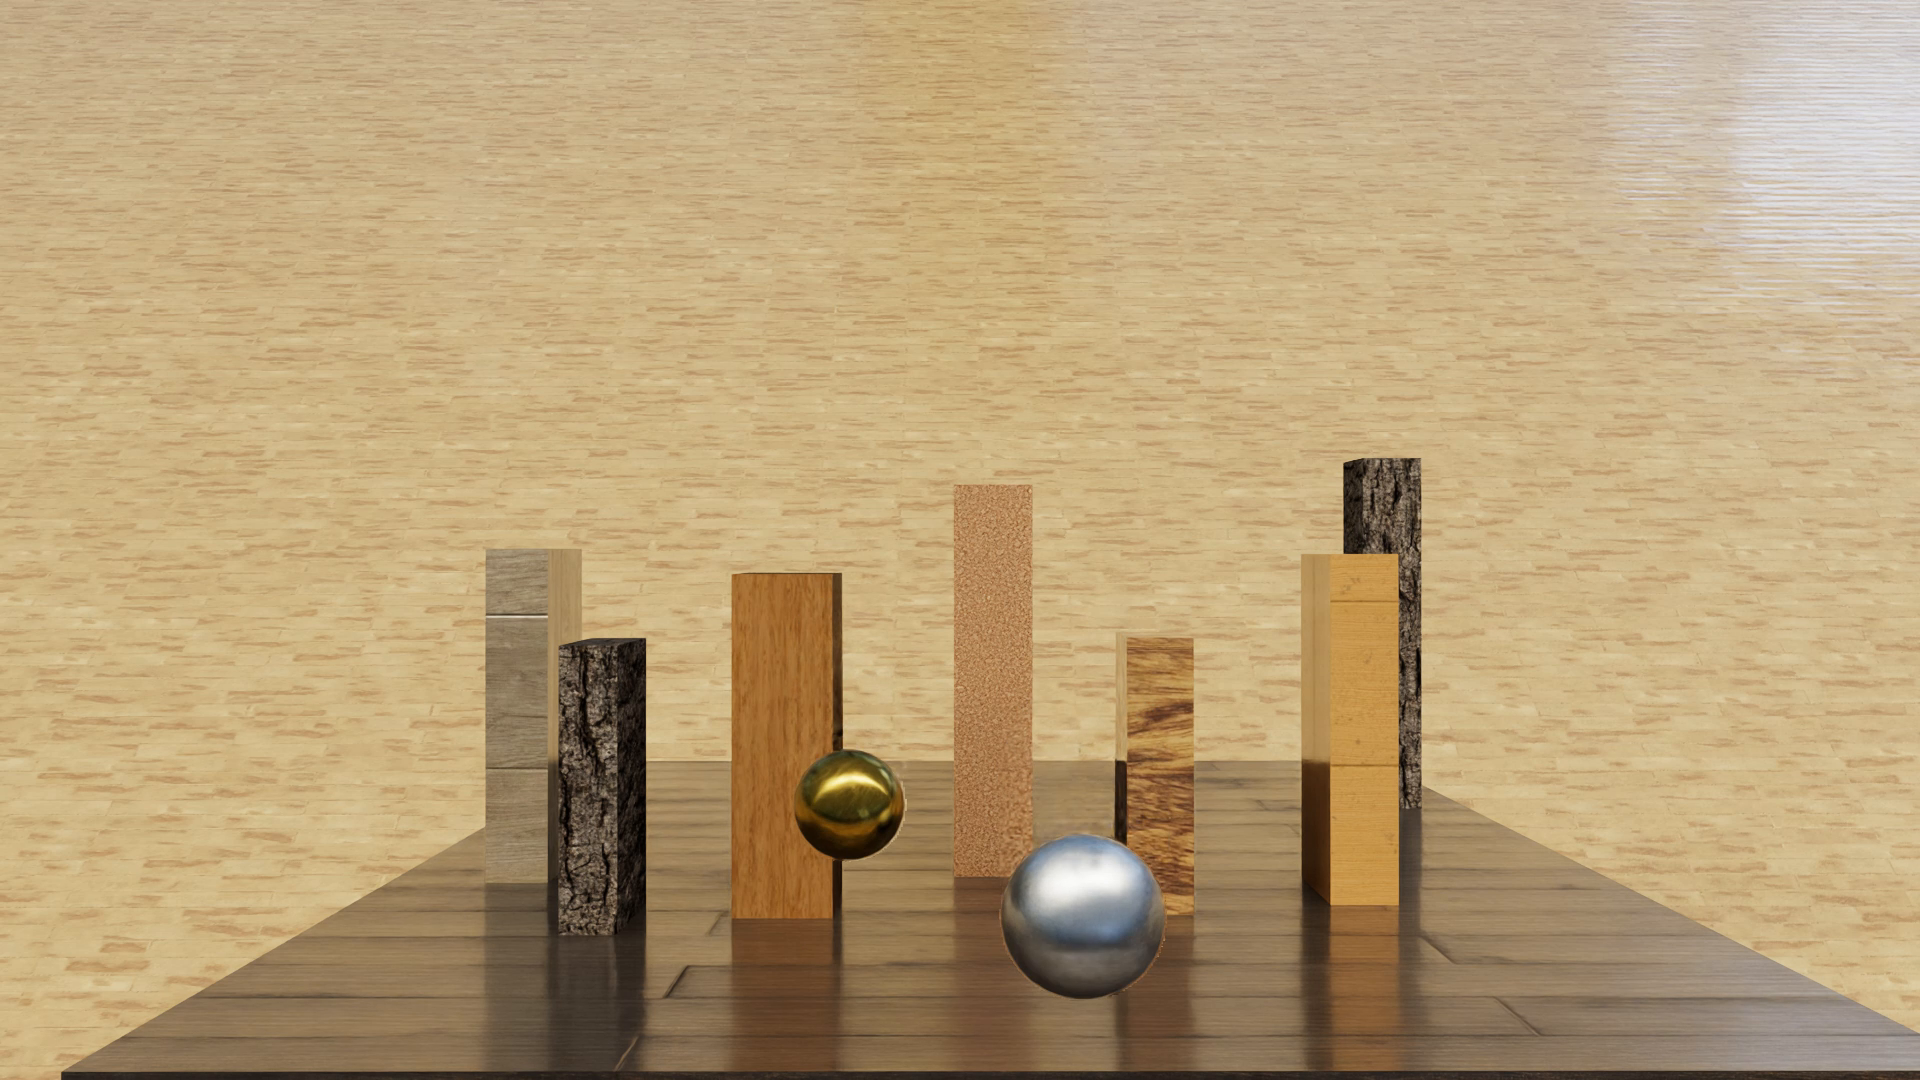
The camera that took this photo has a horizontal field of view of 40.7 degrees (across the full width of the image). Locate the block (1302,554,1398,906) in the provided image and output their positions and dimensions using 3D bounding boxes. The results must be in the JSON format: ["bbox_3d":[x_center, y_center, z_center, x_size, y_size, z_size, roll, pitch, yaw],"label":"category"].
[{"bbox_3d":[0.616,0.289,4.110,0.104,0.534,0.335,0,0,0],"label":"block"}]

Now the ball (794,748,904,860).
[{"bbox_3d":[-0.125,0.297,2.907,0.124,0.124,0.124,0,31,0],"label":"ball"}]

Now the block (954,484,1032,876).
[{"bbox_3d":[0.055,0.234,4.455,0.131,0.650,0.331,0,0,0],"label":"block"}]

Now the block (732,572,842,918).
[{"bbox_3d":[-0.261,0.304,3.956,0.148,0.505,0.313,0,0,0],"label":"block"}]

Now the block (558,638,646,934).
[{"bbox_3d":[-0.523,0.352,3.808,0.083,0.406,0.338,0,0,0],"label":"block"}]

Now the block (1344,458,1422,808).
[{"bbox_3d":[0.907,0.196,5.568,0.123,0.735,0.277,0,0,0],"label":"block"}]

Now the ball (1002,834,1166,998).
[{"bbox_3d":[0.137,0.418,2.879,0.182,0.182,0.182,0,31,0],"label":"ball"}]

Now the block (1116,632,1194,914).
[{"bbox_3d":[0.297,0.351,3.976,0.099,0.411,0.276,0,0,0],"label":"block"}]

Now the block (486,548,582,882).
[{"bbox_3d":[-0.721,0.287,4.400,0.101,0.543,0.381,0,0,0],"label":"block"}]

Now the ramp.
[{"bbox_3d":[0.069,0.609,4.679,2.000,0.100,4.000,0,0,0],"label":"ramp"}]
